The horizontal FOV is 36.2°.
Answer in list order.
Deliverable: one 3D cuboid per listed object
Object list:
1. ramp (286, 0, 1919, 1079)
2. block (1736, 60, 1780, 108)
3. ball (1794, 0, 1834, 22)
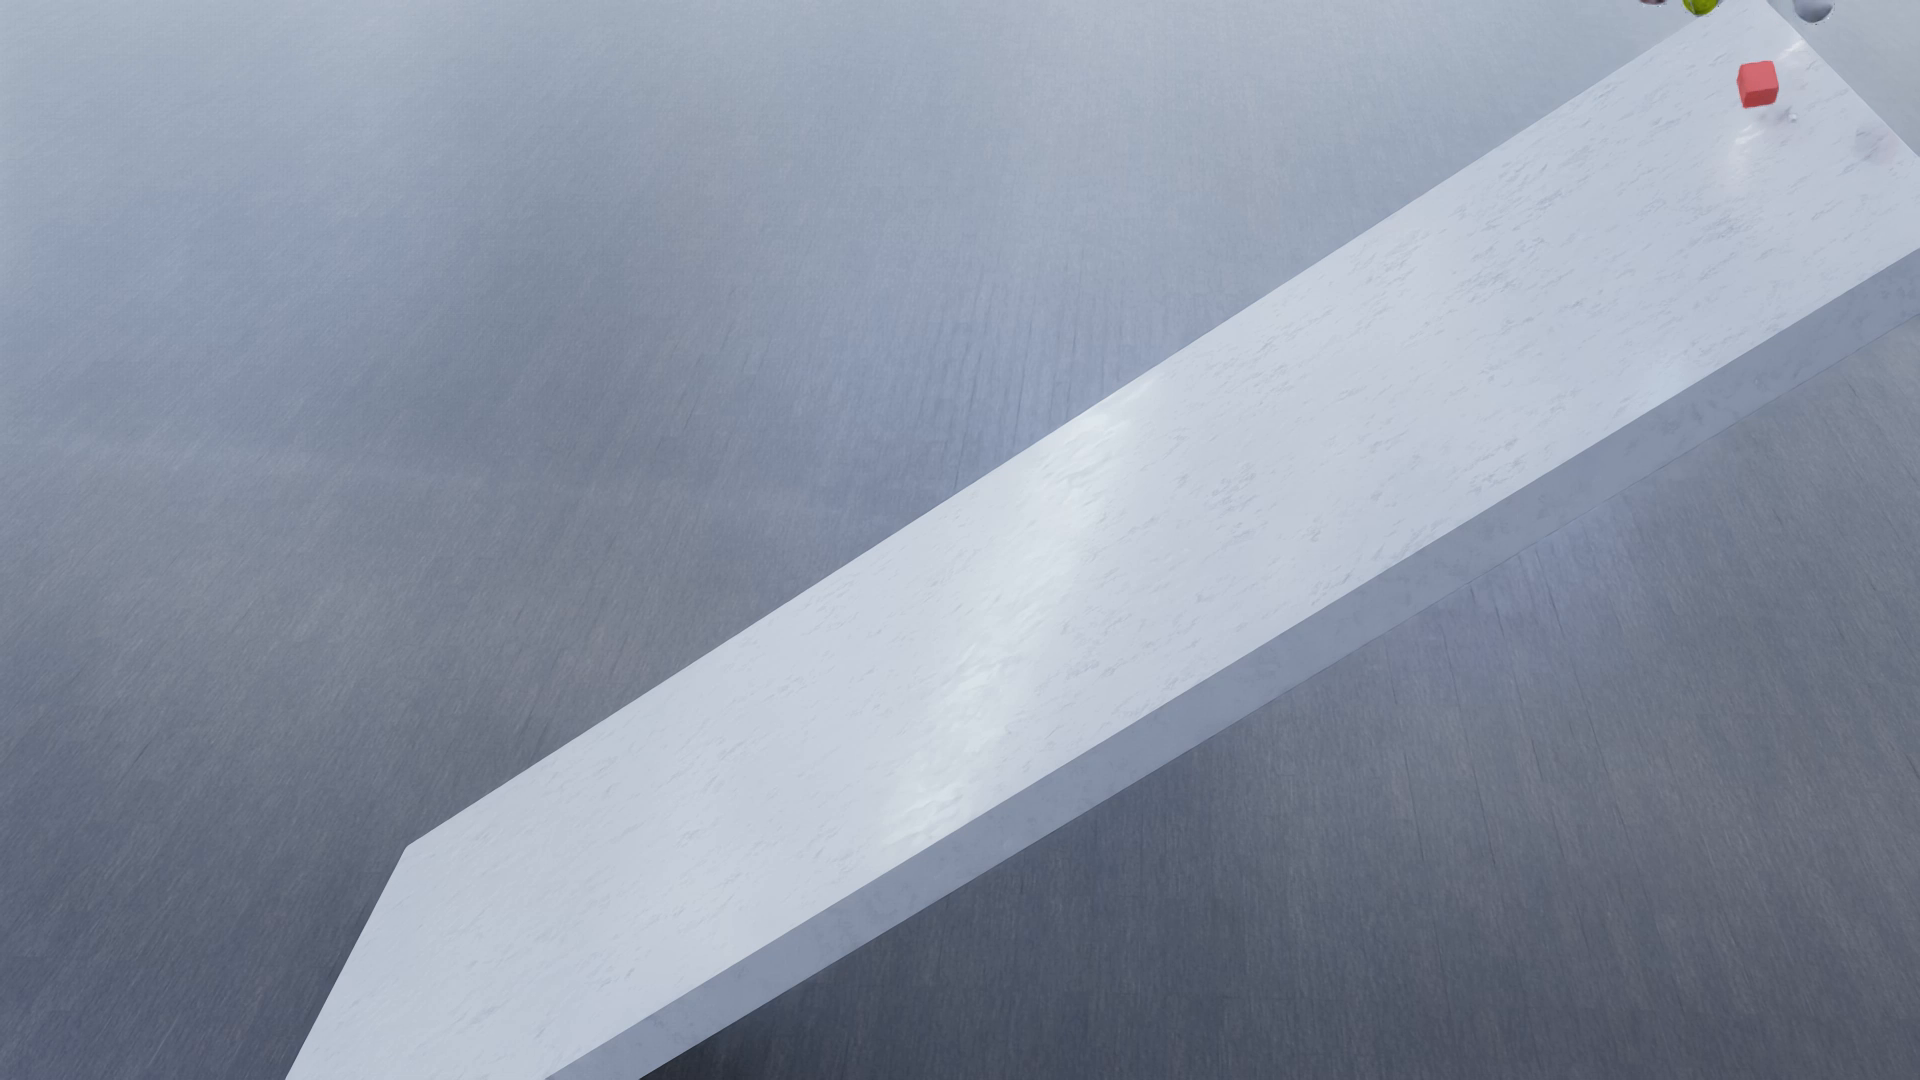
[{"bbox_3d":[0.135,0.174,6.307,4.000,0.100,2.000,-32,16,15],"label":"ramp"},{"bbox_3d":[1.601,-0.915,5.900,0.064,0.064,0.064,-9,-22,4],"label":"block"},{"bbox_3d":[1.595,-1.003,5.498,0.070,0.070,0.070,0,21,0],"label":"ball"}]
